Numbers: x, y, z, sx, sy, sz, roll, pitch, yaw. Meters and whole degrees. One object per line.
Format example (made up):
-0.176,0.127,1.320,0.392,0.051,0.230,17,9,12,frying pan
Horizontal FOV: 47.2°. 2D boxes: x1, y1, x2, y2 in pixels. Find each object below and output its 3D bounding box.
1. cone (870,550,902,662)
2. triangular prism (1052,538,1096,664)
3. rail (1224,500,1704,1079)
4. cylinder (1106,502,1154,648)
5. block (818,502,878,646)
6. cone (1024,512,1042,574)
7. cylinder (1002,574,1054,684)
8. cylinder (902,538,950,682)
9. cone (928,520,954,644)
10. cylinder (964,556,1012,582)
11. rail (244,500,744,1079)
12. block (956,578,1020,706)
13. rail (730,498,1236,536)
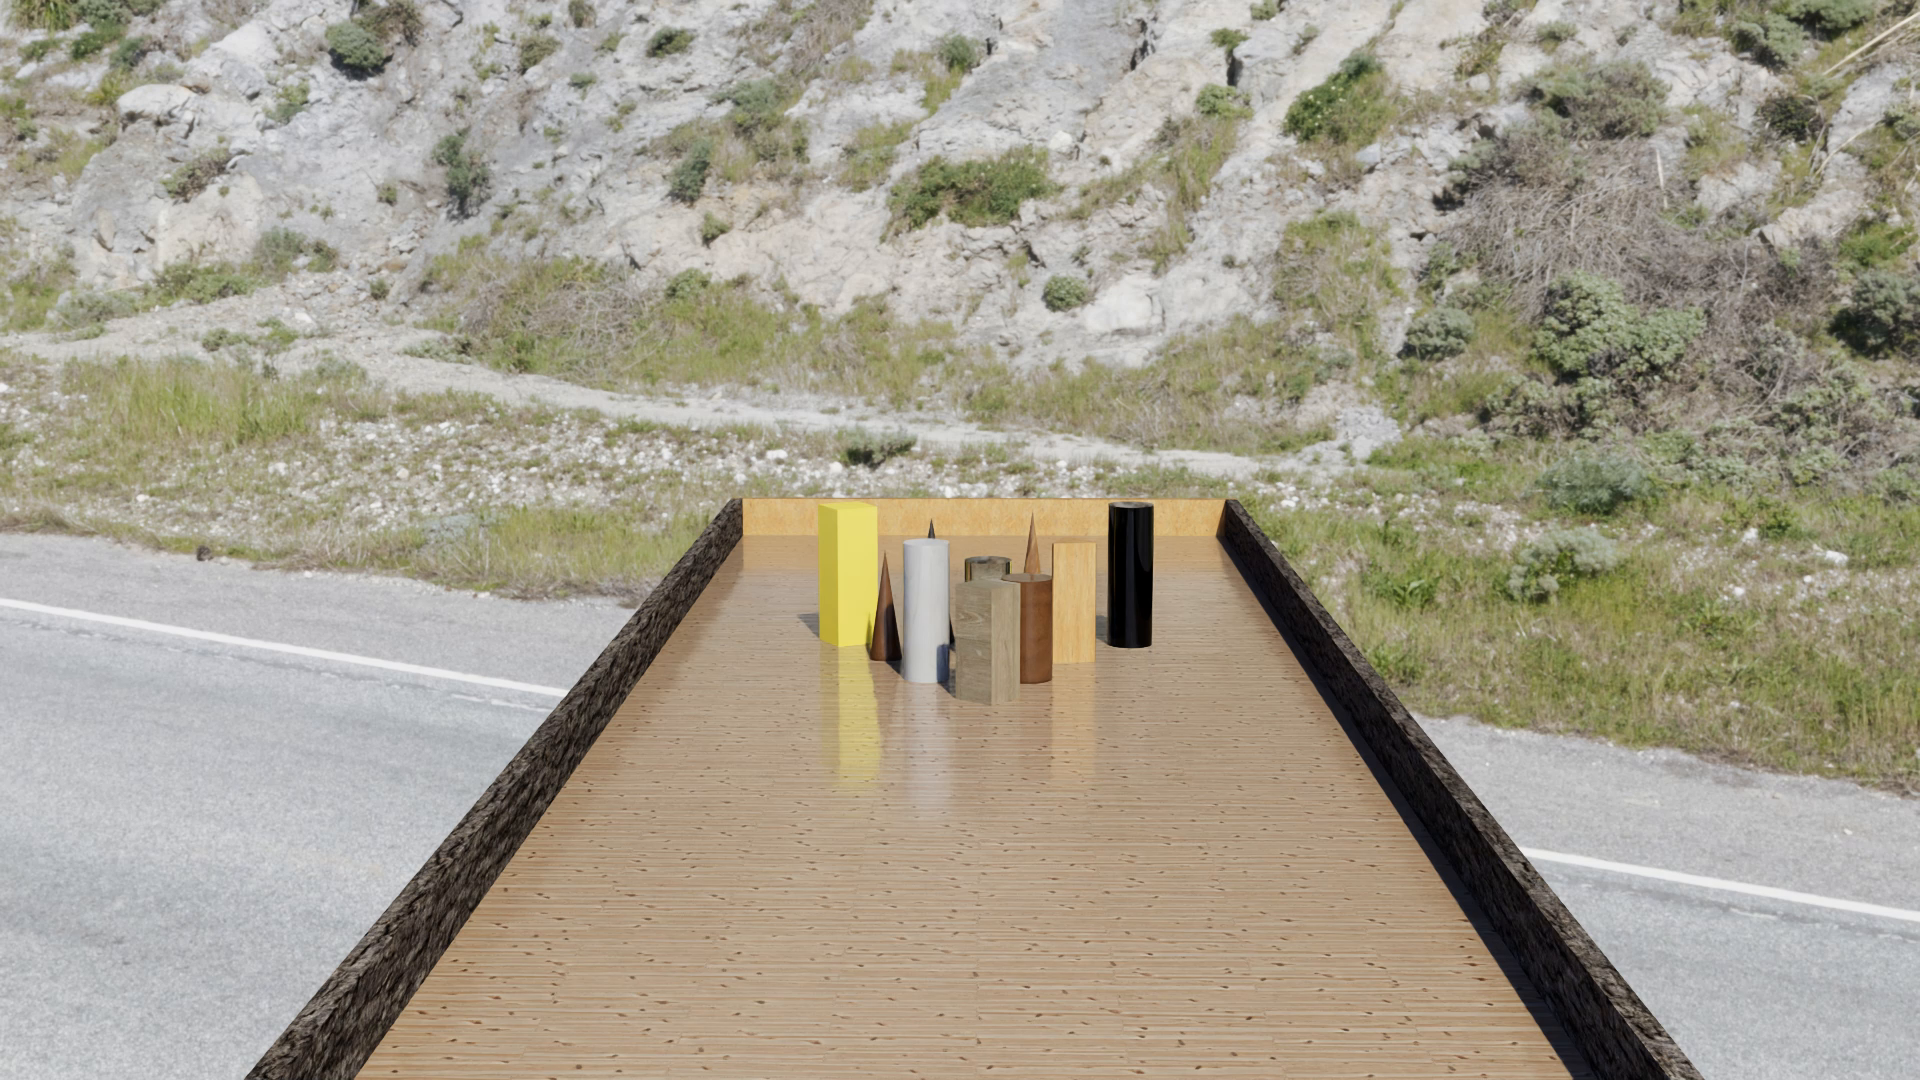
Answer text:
-0.228,0.195,6.703,0.101,0.338,0.101,0,9,0,cone
0.336,0.181,6.696,0.135,0.367,0.117,-1,9,-8,triangular prism
1.046,0.843,3.208,0.050,0.150,12.000,0,9,1,rail
0.535,0.108,6.907,0.143,0.444,0.143,0,9,0,cylinder
-0.354,0.106,6.953,0.138,0.434,0.138,-5,10,-29,block
0.227,0.115,6.916,0.117,0.428,0.117,0,9,0,cone
0.196,0.257,6.425,0.151,0.301,0.151,0,9,0,cylinder
-0.098,0.205,6.427,0.136,0.403,0.136,0,9,0,cylinder
-0.090,0.124,6.953,0.147,0.399,0.147,0,9,0,cone
0.085,0.213,6.673,0.143,0.310,0.143,0,9,0,cylinder
-1.004,0.839,3.234,0.050,0.150,12.000,0,9,1,rail
0.078,0.284,6.169,0.129,0.328,0.129,7,12,39,block
0.099,-0.098,9.147,2.100,0.150,0.050,0,9,1,rail
